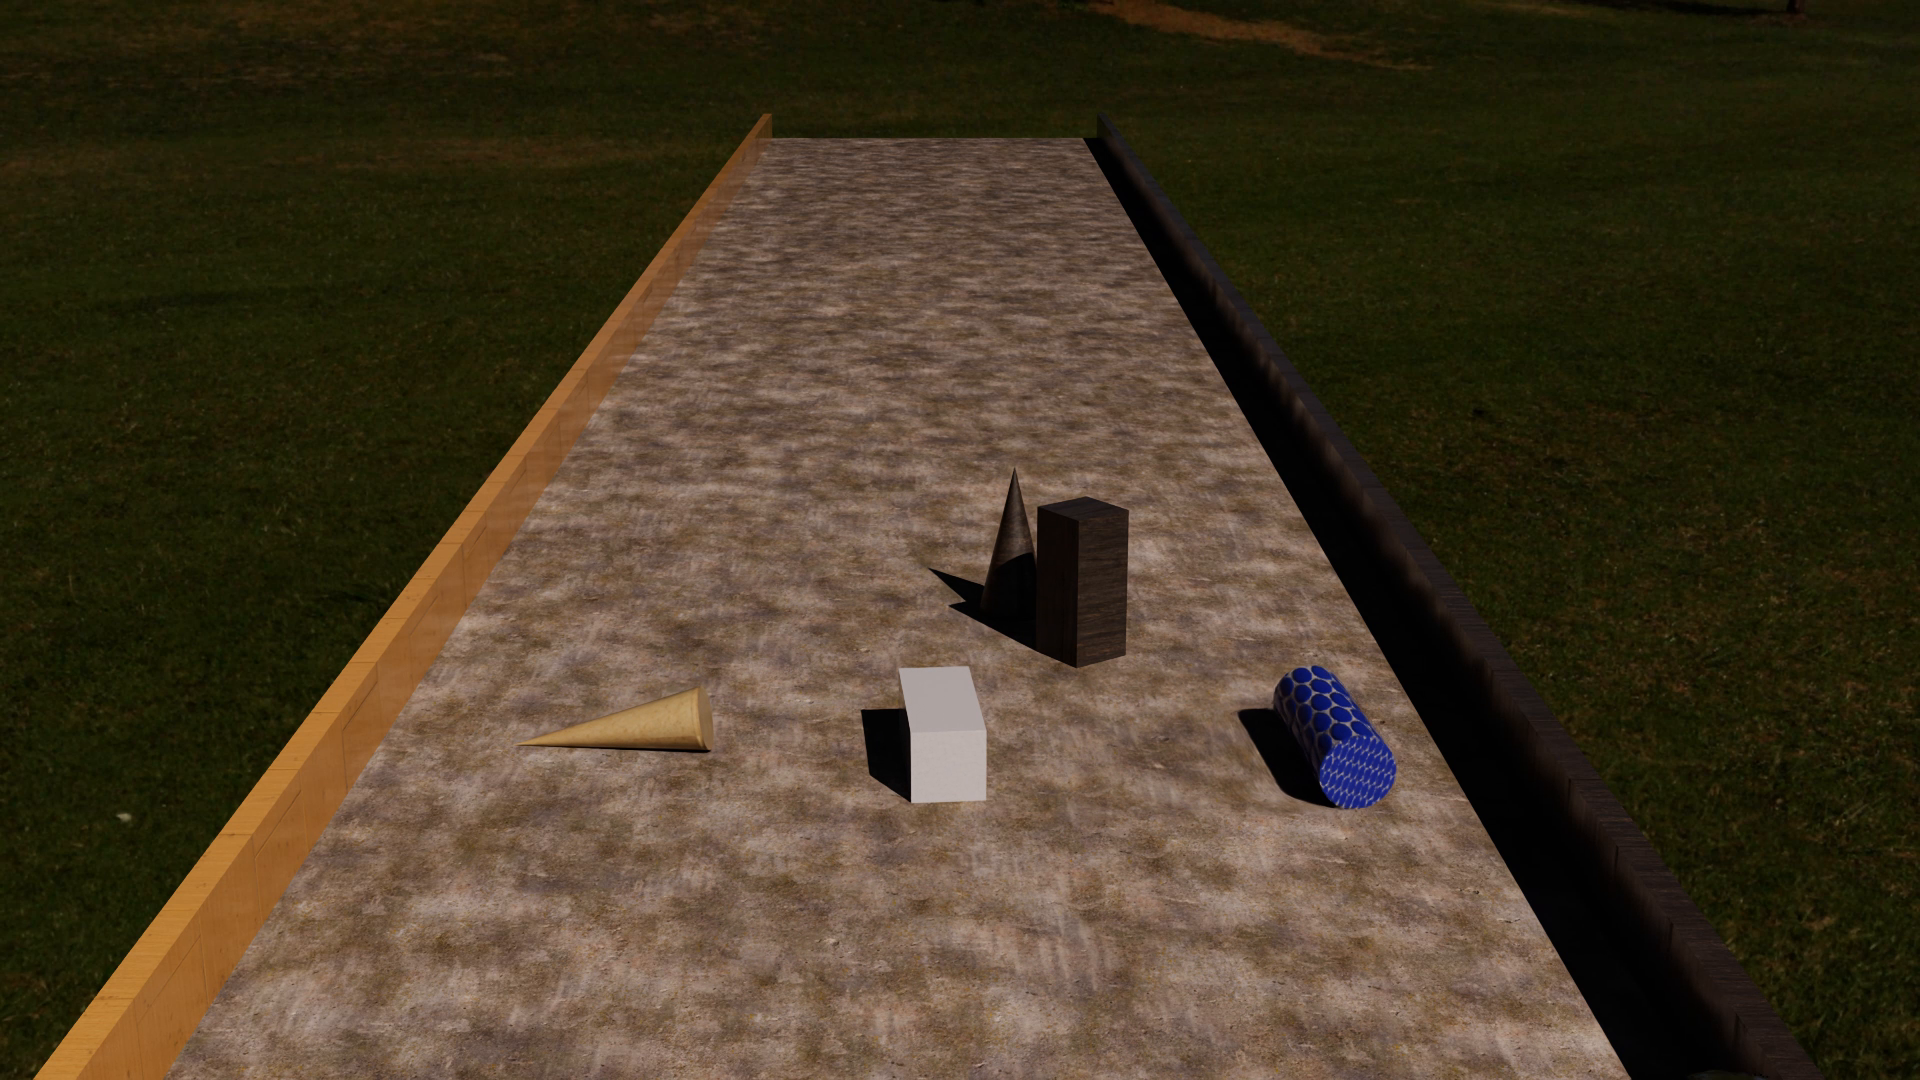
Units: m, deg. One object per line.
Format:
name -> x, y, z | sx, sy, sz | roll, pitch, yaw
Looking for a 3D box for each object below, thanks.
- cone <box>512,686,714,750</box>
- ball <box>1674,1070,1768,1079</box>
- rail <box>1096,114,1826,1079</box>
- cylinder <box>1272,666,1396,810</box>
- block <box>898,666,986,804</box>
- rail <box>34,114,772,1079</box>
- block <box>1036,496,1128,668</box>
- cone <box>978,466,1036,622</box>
cone -> -0.634, 0.345, 3.964 | 0.360, 0.117, 0.117 | -8, 16, 5
ball -> 0.835, 0.709, 2.386 | 0.261, 0.261, 0.261 | 0, 17, 0
rail -> 0.932, -0.844, 7.801 | 0.050, 0.150, 12.000 | 0, 17, -1
cylinder -> 0.651, 0.341, 3.850 | 0.131, 0.131, 0.348 | -1, 17, -5
block -> -0.034, 0.338, 3.866 | 0.128, 0.128, 0.319 | -1, 17, -5
rail -> -1.118, -0.838, 7.780 | 0.050, 0.150, 12.000 | 0, 17, -1
block -> 0.244, 0.083, 4.412 | 0.129, 0.305, 0.129 | -12, 20, -35
cone -> 0.115, -0.003, 4.673 | 0.151, 0.321, 0.151 | 0, 17, 0
